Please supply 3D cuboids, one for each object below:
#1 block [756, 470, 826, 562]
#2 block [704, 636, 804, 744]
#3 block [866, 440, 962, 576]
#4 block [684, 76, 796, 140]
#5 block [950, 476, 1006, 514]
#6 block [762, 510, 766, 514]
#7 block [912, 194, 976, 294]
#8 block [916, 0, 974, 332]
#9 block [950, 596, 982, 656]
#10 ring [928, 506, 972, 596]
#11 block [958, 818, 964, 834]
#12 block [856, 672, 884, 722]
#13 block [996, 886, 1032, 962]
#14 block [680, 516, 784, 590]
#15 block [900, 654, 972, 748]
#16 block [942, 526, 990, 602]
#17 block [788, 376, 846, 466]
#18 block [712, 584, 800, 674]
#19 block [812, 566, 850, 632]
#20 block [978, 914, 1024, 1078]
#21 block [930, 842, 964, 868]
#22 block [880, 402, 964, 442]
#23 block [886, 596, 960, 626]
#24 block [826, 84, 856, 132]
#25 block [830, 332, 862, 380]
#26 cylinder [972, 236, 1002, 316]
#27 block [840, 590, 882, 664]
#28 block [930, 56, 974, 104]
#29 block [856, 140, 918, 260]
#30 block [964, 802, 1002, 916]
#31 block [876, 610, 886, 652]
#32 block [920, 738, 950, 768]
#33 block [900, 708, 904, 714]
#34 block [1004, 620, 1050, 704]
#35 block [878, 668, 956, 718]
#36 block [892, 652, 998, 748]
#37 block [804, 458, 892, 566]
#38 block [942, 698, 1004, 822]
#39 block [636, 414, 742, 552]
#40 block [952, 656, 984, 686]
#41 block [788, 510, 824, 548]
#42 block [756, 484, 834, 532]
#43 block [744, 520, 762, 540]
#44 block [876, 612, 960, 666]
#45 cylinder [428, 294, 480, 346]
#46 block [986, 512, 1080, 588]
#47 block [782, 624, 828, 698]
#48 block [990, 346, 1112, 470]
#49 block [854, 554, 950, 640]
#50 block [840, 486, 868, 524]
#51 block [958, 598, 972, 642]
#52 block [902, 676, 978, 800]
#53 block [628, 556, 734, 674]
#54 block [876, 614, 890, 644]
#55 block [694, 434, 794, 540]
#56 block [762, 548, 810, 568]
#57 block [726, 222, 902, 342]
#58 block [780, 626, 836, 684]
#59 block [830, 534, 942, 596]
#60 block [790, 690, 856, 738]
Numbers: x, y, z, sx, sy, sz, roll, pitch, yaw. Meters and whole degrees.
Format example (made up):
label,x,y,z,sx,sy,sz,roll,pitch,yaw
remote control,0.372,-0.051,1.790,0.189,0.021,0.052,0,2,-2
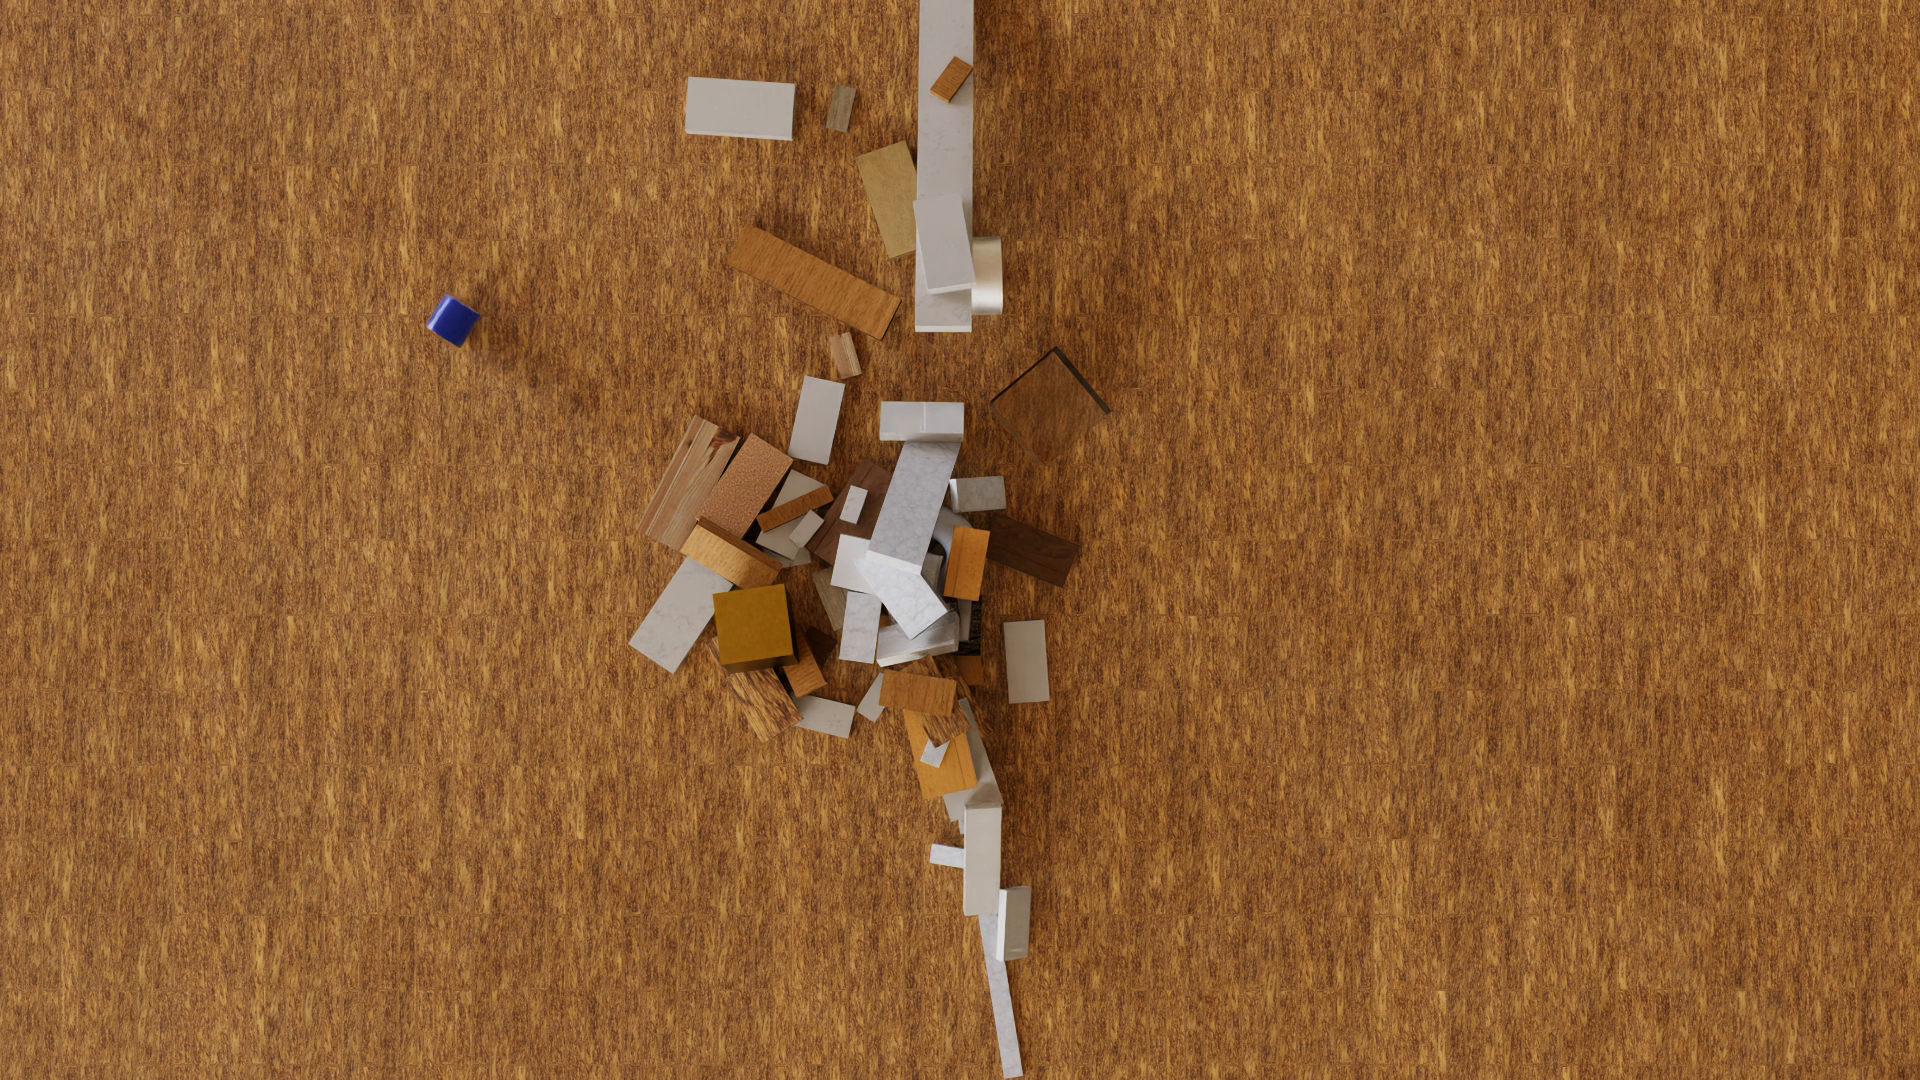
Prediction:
label,x,y,z,sx,sy,sz,roll,pitch,yaw
block,-0.554,-0.081,5.449,0.137,0.039,0.274,25,78,-3
block,-0.681,0.468,5.454,0.154,0.044,0.384,-32,83,0
block,-0.145,-0.135,5.316,0.179,0.051,0.540,17,53,0
block,-0.727,-1.431,5.475,0.353,0.050,0.176,4,90,0
block,0.060,-0.150,5.413,0.220,0.031,0.110,-6,90,-44
block,-0.612,-0.023,5.489,0.151,0.021,0.076,36,90,0
block,-0.049,-0.930,5.188,0.152,0.043,0.303,-9,76,-2
block,-0.047,-1.270,5.321,0.176,0.050,1.256,0,76,0
block,0.020,0.282,5.458,0.099,0.028,0.199,1,75,3
ring,-0.102,0.052,5.389,0.345,0.115,0.345,0,97,4
block,0.036,0.867,5.438,0.095,0.027,0.191,-8,86,0
block,-0.274,0.523,5.489,0.076,0.022,0.152,33,90,0
block,0.178,1.266,5.448,0.116,0.033,0.231,3,90,-43
block,-0.750,0.058,5.409,0.308,0.044,0.154,31,133,-9
block,-0.087,0.511,5.236,0.135,0.038,0.269,-30,88,-3
block,0.020,0.075,5.312,0.114,0.032,0.229,10,90,-6
block,-0.476,-0.397,5.481,0.137,0.039,0.274,12,90,0
block,-0.657,0.290,5.334,0.230,0.230,0.230,-8,78,-2
block,-0.405,0.189,5.454,0.102,0.029,0.203,-23,83,4
block,0.101,1.301,5.491,0.063,0.018,0.982,-9,90,0
block,-0.034,1.050,5.482,0.126,0.018,0.063,8,92,8
block,-0.125,-0.392,5.443,0.274,0.039,0.137,1,52,0
block,-0.118,0.236,5.375,0.229,0.032,0.114,-2,135,6
block,-0.395,-1.436,5.490,0.072,0.021,0.145,12,90,0
block,-0.381,-0.612,5.490,0.072,0.021,0.145,-16,90,0
cylinder,0.007,-0.858,5.373,0.254,0.254,0.254,-2,90,0
block,-0.325,0.284,5.412,0.114,0.032,0.229,8,99,-1
block,-0.027,-1.491,5.340,0.072,0.021,0.145,33,78,8
block,-0.207,-1.126,5.475,0.176,0.050,0.353,-19,90,0
block,0.073,1.045,5.393,0.116,0.033,0.395,-2,110,-8
block,-0.310,0.267,5.484,0.228,0.032,0.114,39,90,0
block,-0.074,0.658,5.266,0.063,0.018,0.126,22,93,-4
block,-0.126,0.592,5.470,0.076,0.022,0.152,-36,96,19
block,0.221,0.403,5.481,0.135,0.038,0.269,-4,90,0
block,-0.133,0.482,5.201,0.231,0.033,0.116,9,87,-1
block,-0.050,0.523,5.394,0.180,0.051,0.404,-29,95,0
block,-0.338,-0.073,5.444,0.179,0.051,0.357,33,84,9
block,-0.003,0.713,5.360,0.180,0.051,0.360,-19,95,-1
block,-0.899,-0.187,5.476,0.168,0.048,0.428,27,90,0
block,0.017,0.385,5.486,0.099,0.028,0.199,-8,90,0
block,-0.504,-0.036,5.411,0.058,0.017,0.117,39,85,-2
block,-0.542,-0.103,5.426,0.257,0.017,0.059,-25,85,-11
block,-0.699,-0.038,5.468,0.151,0.021,0.076,3,90,0
block,-0.135,0.321,5.342,0.269,0.135,0.038,-13,135,17
cylinder,-1.668,-0.723,5.437,0.126,0.126,0.126,33,90,0
block,0.227,0.033,5.479,0.303,0.043,0.152,22,90,0
block,-0.532,0.399,5.447,0.110,0.031,0.220,-30,74,9
block,0.289,-0.425,5.363,0.273,0.273,0.273,-40,90,0
block,-0.185,0.149,5.265,0.154,0.044,0.308,-38,83,11
block,-0.348,-0.115,5.417,0.058,0.017,0.117,18,82,7
block,-0.020,0.220,5.444,0.114,0.032,0.228,2,75,8
block,-0.071,0.635,5.299,0.180,0.051,0.360,-13,95,-2
block,-0.922,0.245,5.475,0.179,0.051,0.357,34,90,0
block,-0.219,0.302,5.453,0.203,0.029,0.102,7,90,0
block,-0.710,-0.167,5.445,0.168,0.048,0.336,32,80,2
block,-0.575,0.050,5.467,0.151,0.021,0.076,-10,101,-11
block,-0.484,-0.856,5.479,0.573,0.043,0.152,27,90,0
block,-0.502,0.398,5.470,0.102,0.029,0.203,30,90,18
block,-0.237,0.098,5.323,0.336,0.048,0.168,13,94,13
block,-0.465,0.579,5.484,0.220,0.031,0.110,14,90,0
